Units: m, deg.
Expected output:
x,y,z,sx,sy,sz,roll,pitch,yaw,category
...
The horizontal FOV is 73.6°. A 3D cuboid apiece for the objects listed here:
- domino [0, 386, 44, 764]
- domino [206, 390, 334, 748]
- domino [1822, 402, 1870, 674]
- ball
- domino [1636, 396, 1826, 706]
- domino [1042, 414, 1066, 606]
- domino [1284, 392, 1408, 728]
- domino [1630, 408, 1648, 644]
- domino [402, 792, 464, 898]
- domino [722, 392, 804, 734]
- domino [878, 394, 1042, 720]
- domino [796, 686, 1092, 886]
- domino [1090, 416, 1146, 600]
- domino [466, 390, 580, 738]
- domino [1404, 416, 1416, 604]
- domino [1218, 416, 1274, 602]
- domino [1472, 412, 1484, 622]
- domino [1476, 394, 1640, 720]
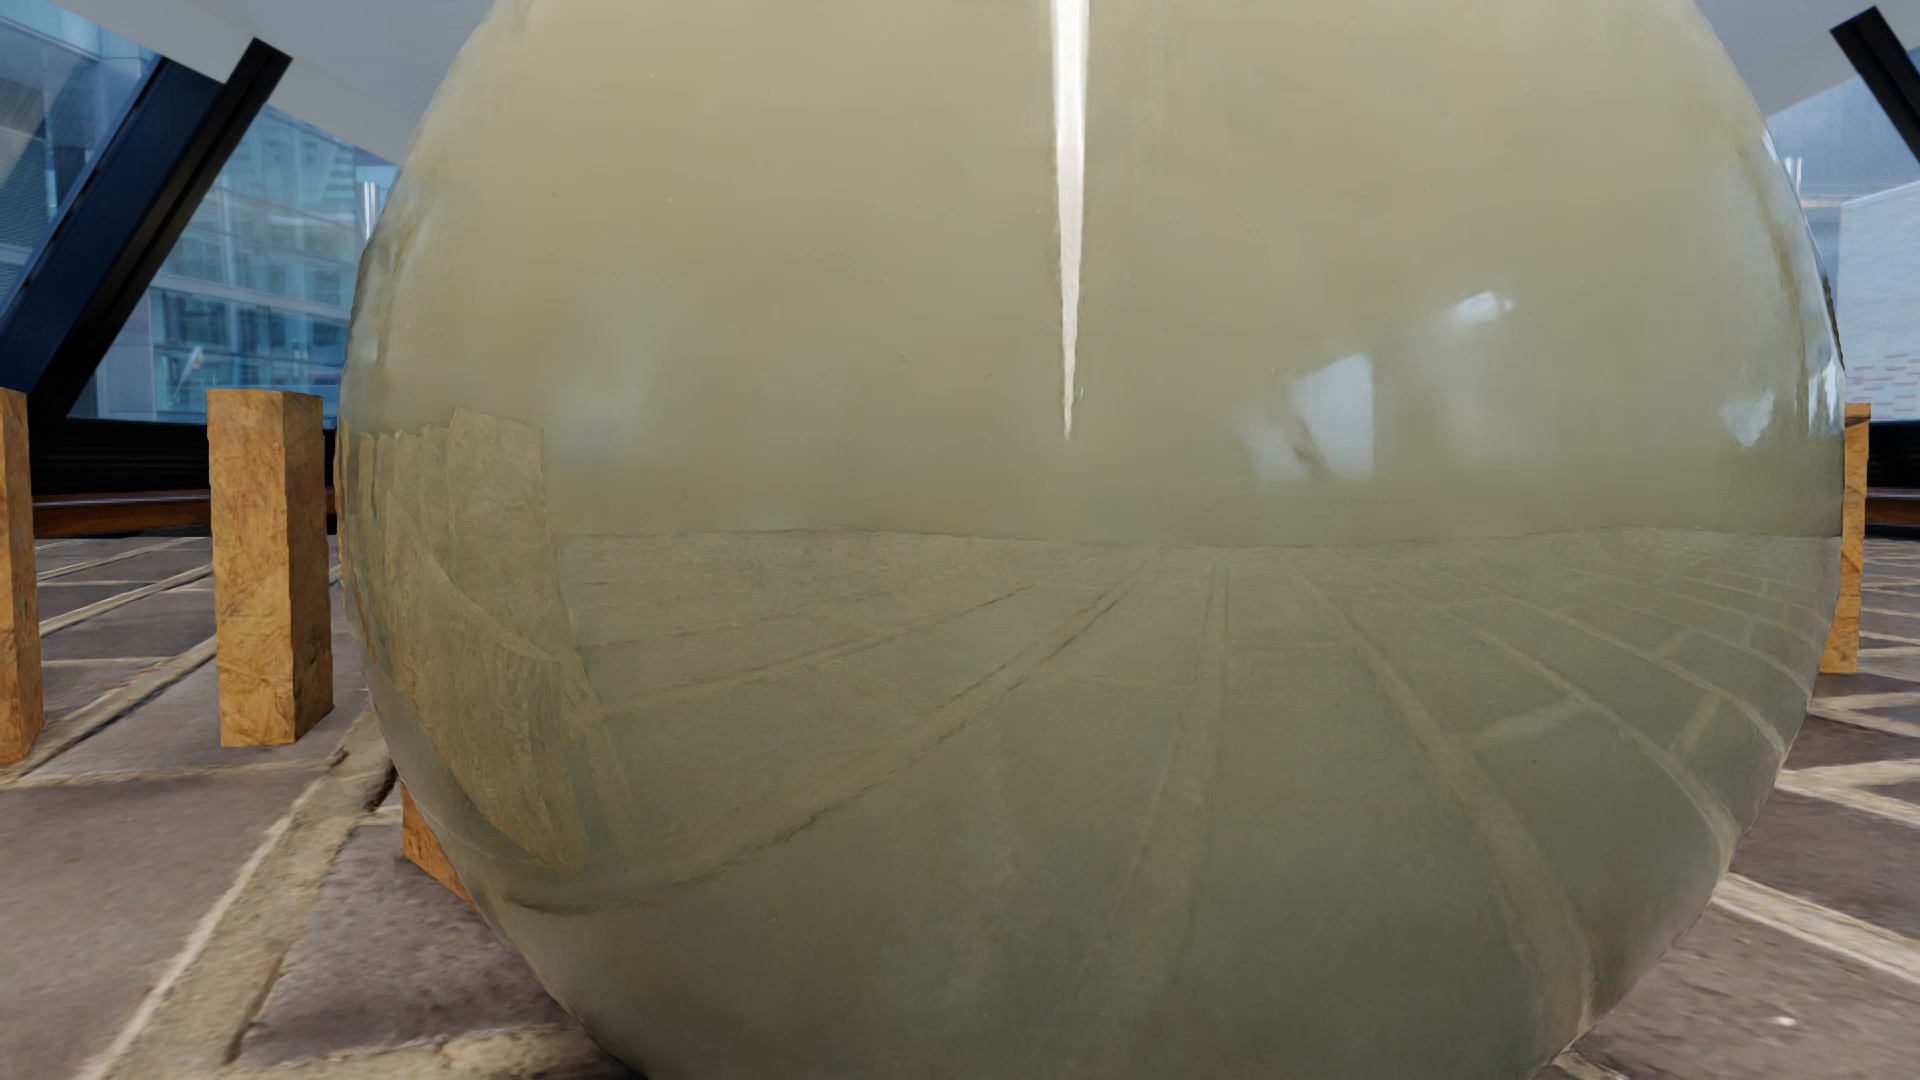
x,y,z,sx,sy,sz,roll,pitch,yaw,category
-0.136,0.004,0.179,0.010,0.050,0.025,-2,5,-30,domino
-0.102,0.003,0.192,0.009,0.050,0.025,-1,4,-15,domino
0.156,-0.001,0.245,0.025,0.050,0.010,1,5,19,domino
0.006,-0.003,0.079,0.080,0.080,0.080,0,4,0,ball
0.131,0.001,0.220,0.009,0.050,0.025,-2,5,-25,domino
0.015,-0.008,0.343,0.025,0.050,0.009,3,5,30,domino
0.061,0.002,0.204,0.010,0.050,0.025,0,4,-4,domino
0.155,-0.003,0.280,0.025,0.050,0.010,-2,5,-21,domino
-0.032,0.029,0.122,0.025,0.009,0.050,-3,4,-41,domino
-0.030,0.003,0.199,0.009,0.050,0.025,0,4,-3,domino
0.000,0.002,0.201,0.025,0.050,0.009,0,4,0,domino
-0.004,0.027,0.149,0.025,0.010,0.050,-1,4,-12,domino
0.044,-0.010,0.362,0.010,0.050,0.025,-1,4,-7,domino
-0.066,0.003,0.197,0.010,0.050,0.025,0,4,-5,domino
0.110,-0.008,0.337,0.010,0.050,0.025,3,5,38,domino
0.080,-0.009,0.356,0.009,0.050,0.025,2,5,25,domino
0.136,-0.006,0.311,0.025,0.050,0.009,-3,5,-38,domino
0.097,0.002,0.209,0.010,0.050,0.025,-1,4,-12,domino
